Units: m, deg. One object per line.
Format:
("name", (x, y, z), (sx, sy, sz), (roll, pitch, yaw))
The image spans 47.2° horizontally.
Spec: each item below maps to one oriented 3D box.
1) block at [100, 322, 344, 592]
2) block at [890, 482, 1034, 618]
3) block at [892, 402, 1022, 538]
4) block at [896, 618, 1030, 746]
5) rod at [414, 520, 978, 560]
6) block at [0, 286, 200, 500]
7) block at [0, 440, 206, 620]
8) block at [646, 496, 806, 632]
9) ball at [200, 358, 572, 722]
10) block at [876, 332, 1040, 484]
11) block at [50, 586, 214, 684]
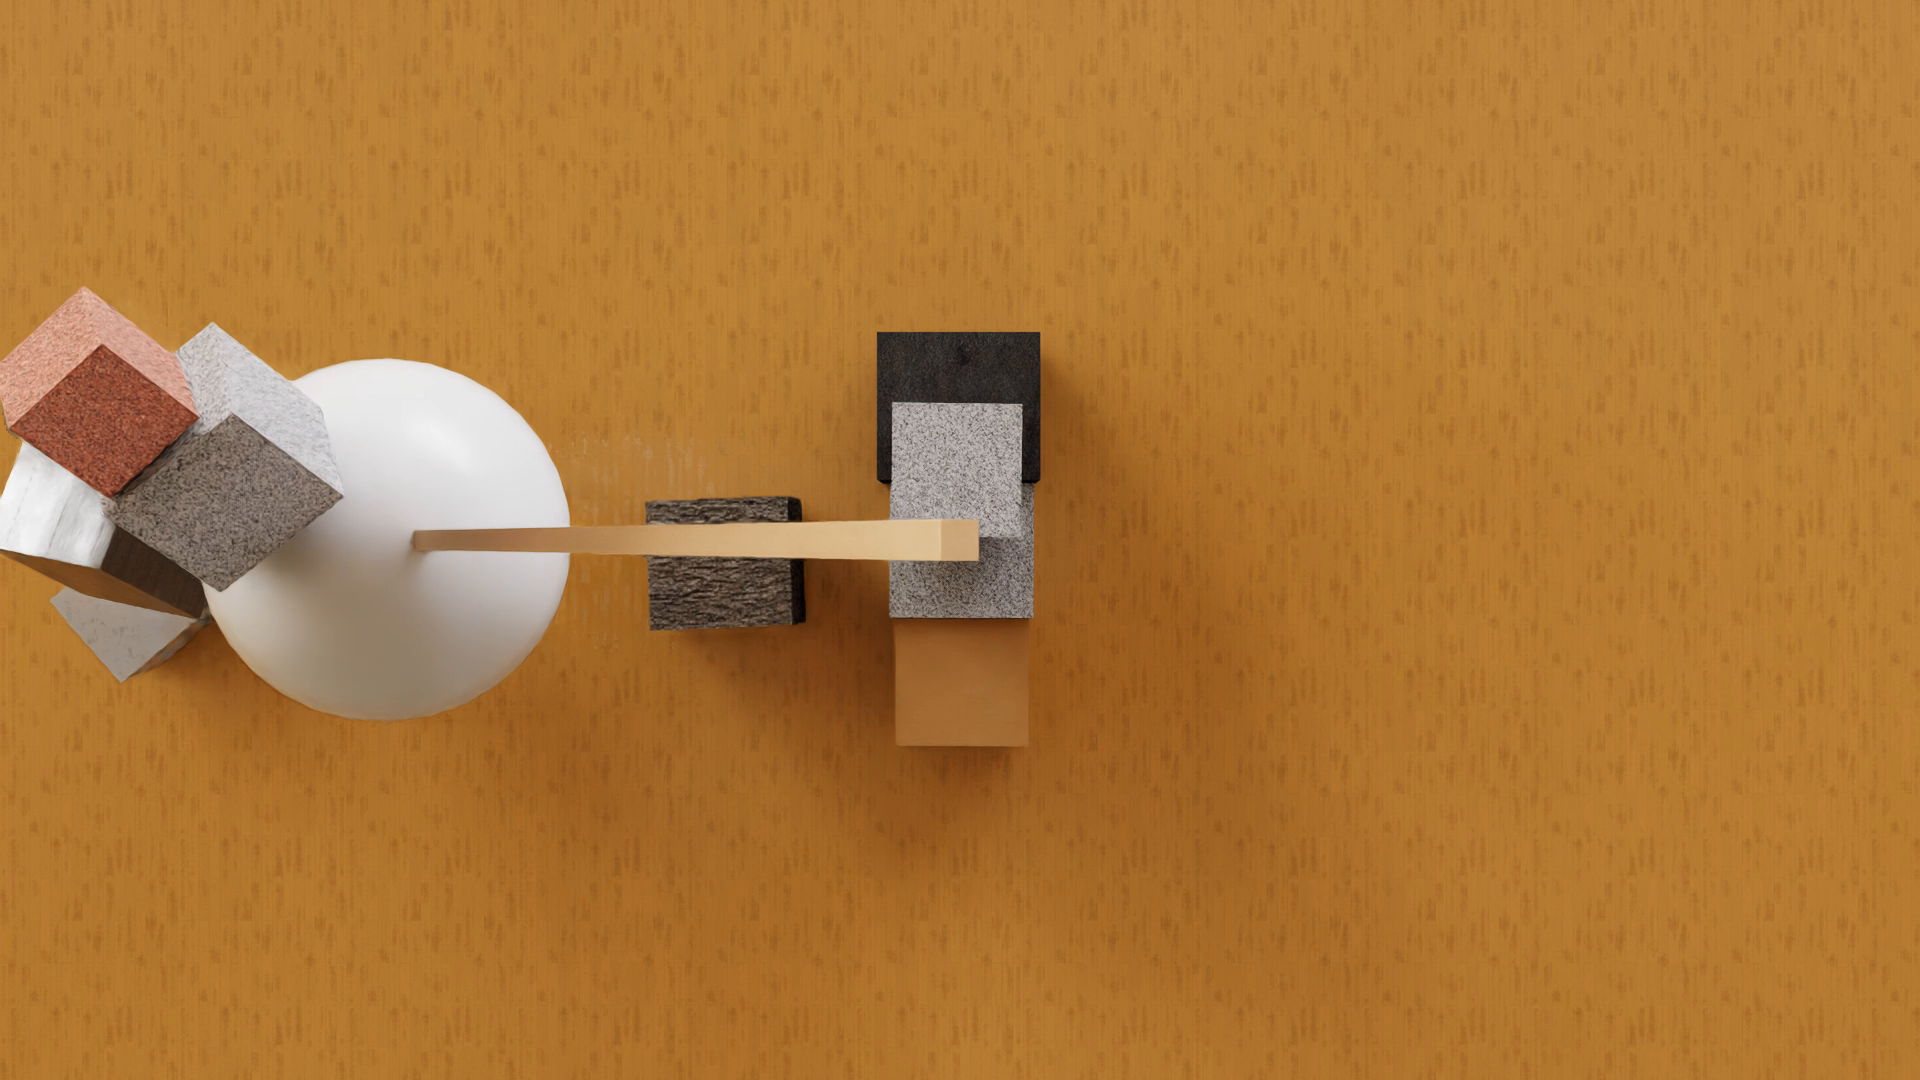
("block", (-2.915, -0.320, 8.625), (0.645, 0.609, 0.590), (-36, 47, 8))
("block", (0.009, 0.057, 12.598), (0.800, 0.804, 0.749), (0, 90, 0))
("block", (-0.017, -0.366, 11.814), (0.679, 0.639, 0.699), (1, 90, 0))
("block", (0.013, 0.792, 12.625), (0.744, 0.751, 0.712), (0, 90, 0))
("rod", (-1.091, 0.000, 6.581), (0.080, 5.200, 0.080), (0, 90, -25))
("block", (-3.229, -0.552, 8.227), (0.460, 0.468, 0.471), (-42, 133, 3))
("block", (-4.181, -0.101, 10.915), (0.707, 0.809, 0.675), (10, 74, 19))
("block", (-1.331, 0.135, 12.608), (0.795, 0.753, 0.719), (-3, 89, 1))
("ball", (-2.517, 0.000, 9.667), (1.600, 1.600, 1.600), (0, 90, 0))
("block", (-0.007, -0.740, 12.567), (0.903, 0.867, 0.814), (0, 90, 0))
("block", (-4.708, 0.367, 12.648), (0.542, 0.603, 0.607), (-39, 95, 5))
